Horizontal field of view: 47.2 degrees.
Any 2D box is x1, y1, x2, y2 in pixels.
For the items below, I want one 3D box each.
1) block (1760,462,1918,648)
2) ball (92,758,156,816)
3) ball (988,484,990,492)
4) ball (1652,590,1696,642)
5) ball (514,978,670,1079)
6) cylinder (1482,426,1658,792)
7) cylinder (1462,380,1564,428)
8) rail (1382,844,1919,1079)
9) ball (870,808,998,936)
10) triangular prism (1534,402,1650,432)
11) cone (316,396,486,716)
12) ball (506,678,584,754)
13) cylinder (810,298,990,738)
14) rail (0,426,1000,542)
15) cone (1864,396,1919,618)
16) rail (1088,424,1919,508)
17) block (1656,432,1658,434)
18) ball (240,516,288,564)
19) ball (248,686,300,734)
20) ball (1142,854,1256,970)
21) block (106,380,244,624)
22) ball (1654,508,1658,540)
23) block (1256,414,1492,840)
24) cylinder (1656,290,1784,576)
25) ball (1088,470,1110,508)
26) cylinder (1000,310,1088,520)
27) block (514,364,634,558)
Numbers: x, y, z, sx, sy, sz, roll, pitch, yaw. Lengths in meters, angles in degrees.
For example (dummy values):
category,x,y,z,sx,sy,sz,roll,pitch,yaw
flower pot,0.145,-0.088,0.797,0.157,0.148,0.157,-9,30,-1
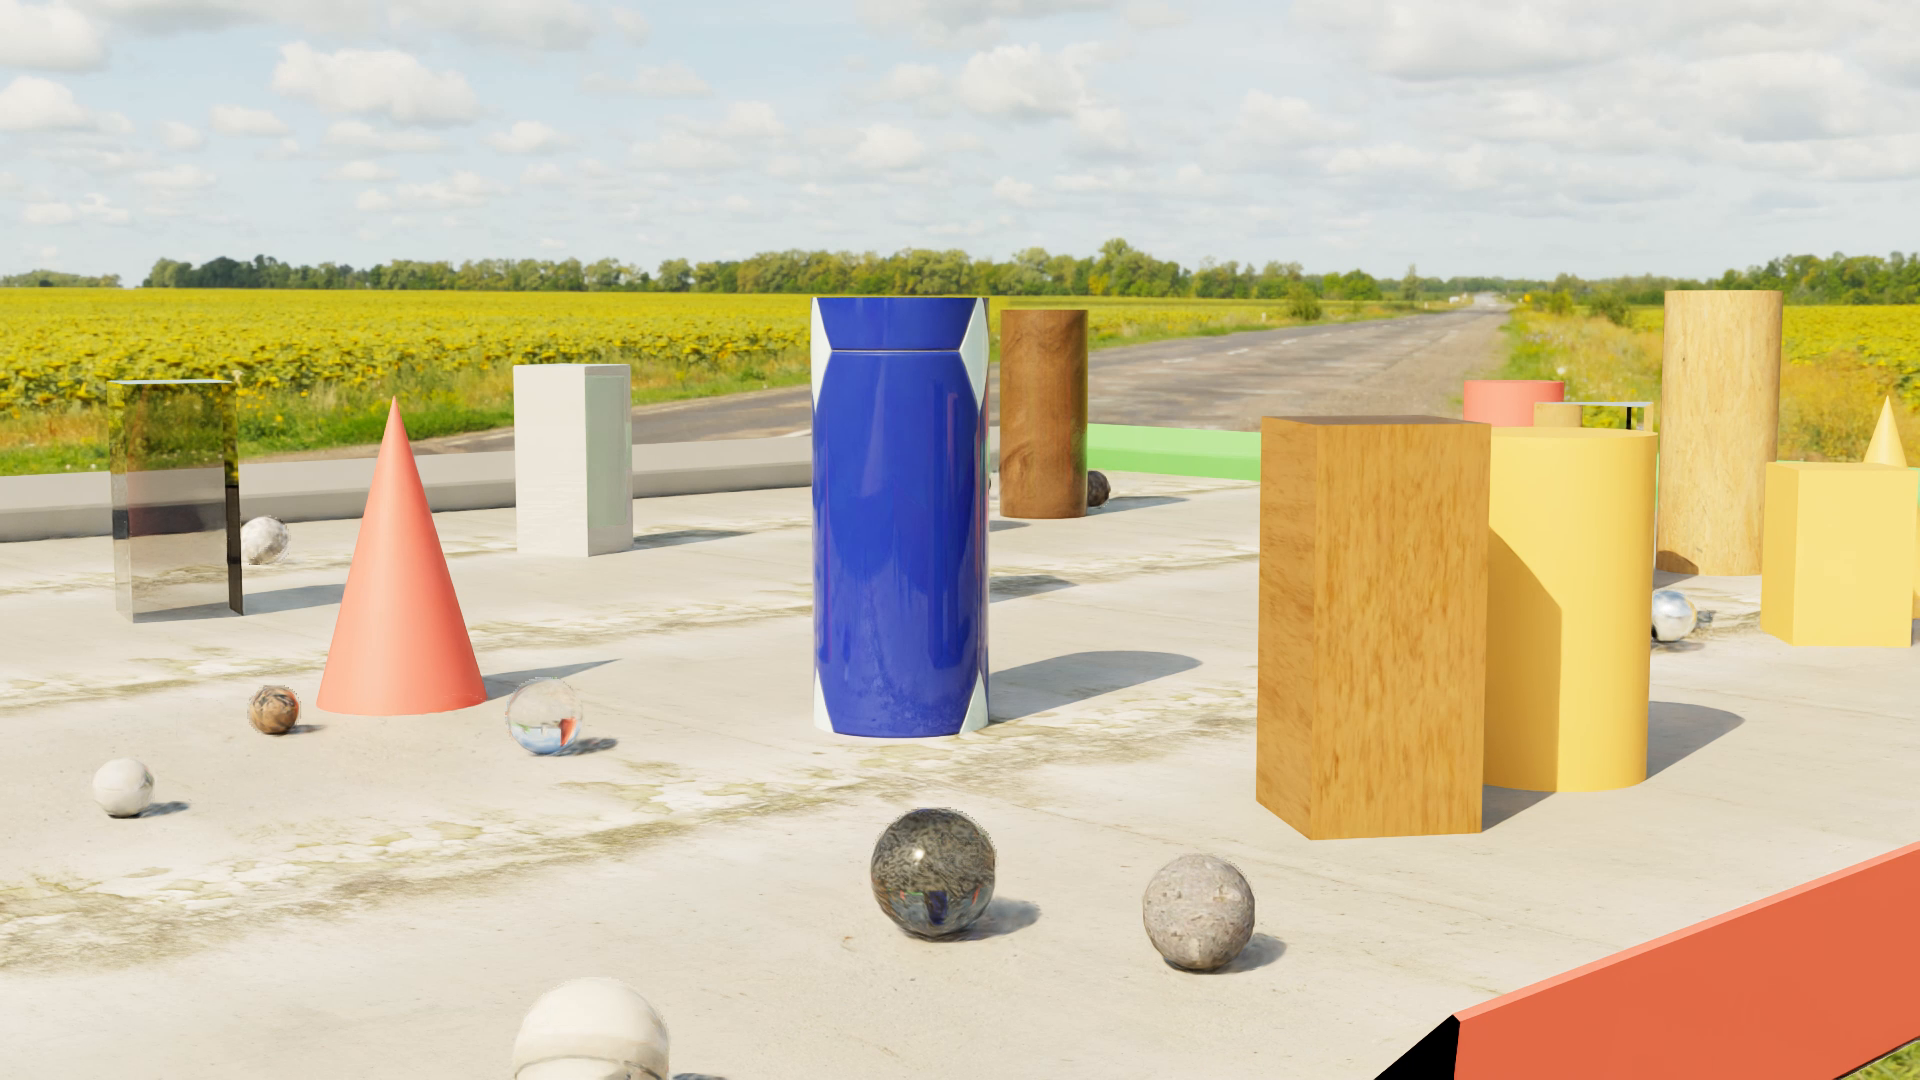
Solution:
category,x,y,z,sx,sy,sz,roll,pitch,yaw
block,1.181,0.017,2.963,0.152,0.233,0.152,0,6,5
ball,-0.734,0.217,1.931,0.052,0.052,0.052,0,6,0
ball,0.034,-0.129,5.098,0.074,0.074,0.074,0,6,0
ball,0.921,0.099,2.857,0.069,0.069,0.069,0,6,0
ball,-0.199,0.279,1.187,0.084,0.084,0.084,0,6,0
cylinder,0.564,0.060,2.106,0.189,0.327,0.189,0,6,0
cylinder,1.075,-0.158,4.285,0.189,0.302,0.189,0,6,0
rail,1.254,0.175,1.980,4.311,0.123,0.045,-6,8,-42
ball,-0.019,0.236,1.564,0.091,0.091,0.091,0,6,0
triangular prism,0.866,-0.021,2.909,0.142,0.320,0.164,-5,8,-39
cone,-0.634,0.009,2.484,0.189,0.348,0.189,0,6,0
ball,-0.415,0.177,2.200,0.075,0.075,0.075,0,6,0
cylinder,-0.063,-0.030,2.350,0.189,0.455,0.189,0,6,0
rail,-1.254,-0.111,4.684,4.311,0.123,0.045,-6,8,-42
cone,1.357,-0.055,3.233,0.189,0.318,0.189,0,6,0
rail,1.567,-0.120,4.770,0.045,0.123,3.746,-6,8,-42
block,0.995,-0.049,3.500,0.152,0.251,0.152,-2,6,-19
ball,-1.209,0.002,3.820,0.083,0.083,0.083,0,6,0
ball,-0.719,0.178,2.304,0.050,0.050,0.050,0,6,0
ball,0.161,0.251,1.487,0.077,0.077,0.077,0,6,0
block,-1.141,-0.061,3.195,0.152,0.338,0.152,-3,7,-29
ball,1.272,-0.034,4.127,0.089,0.089,0.089,0,6,0
block,0.356,0.070,1.913,0.152,0.348,0.152,-1,6,-10
cylinder,1.287,-0.185,3.731,0.189,0.473,0.189,0,6,0
ball,0.288,-0.112,4.819,0.082,0.082,0.082,0,6,0
cylinder,0.179,-0.273,4.716,0.189,0.441,0.189,0,6,0
block,-0.706,-0.149,4.023,0.152,0.341,0.152,3,7,24
